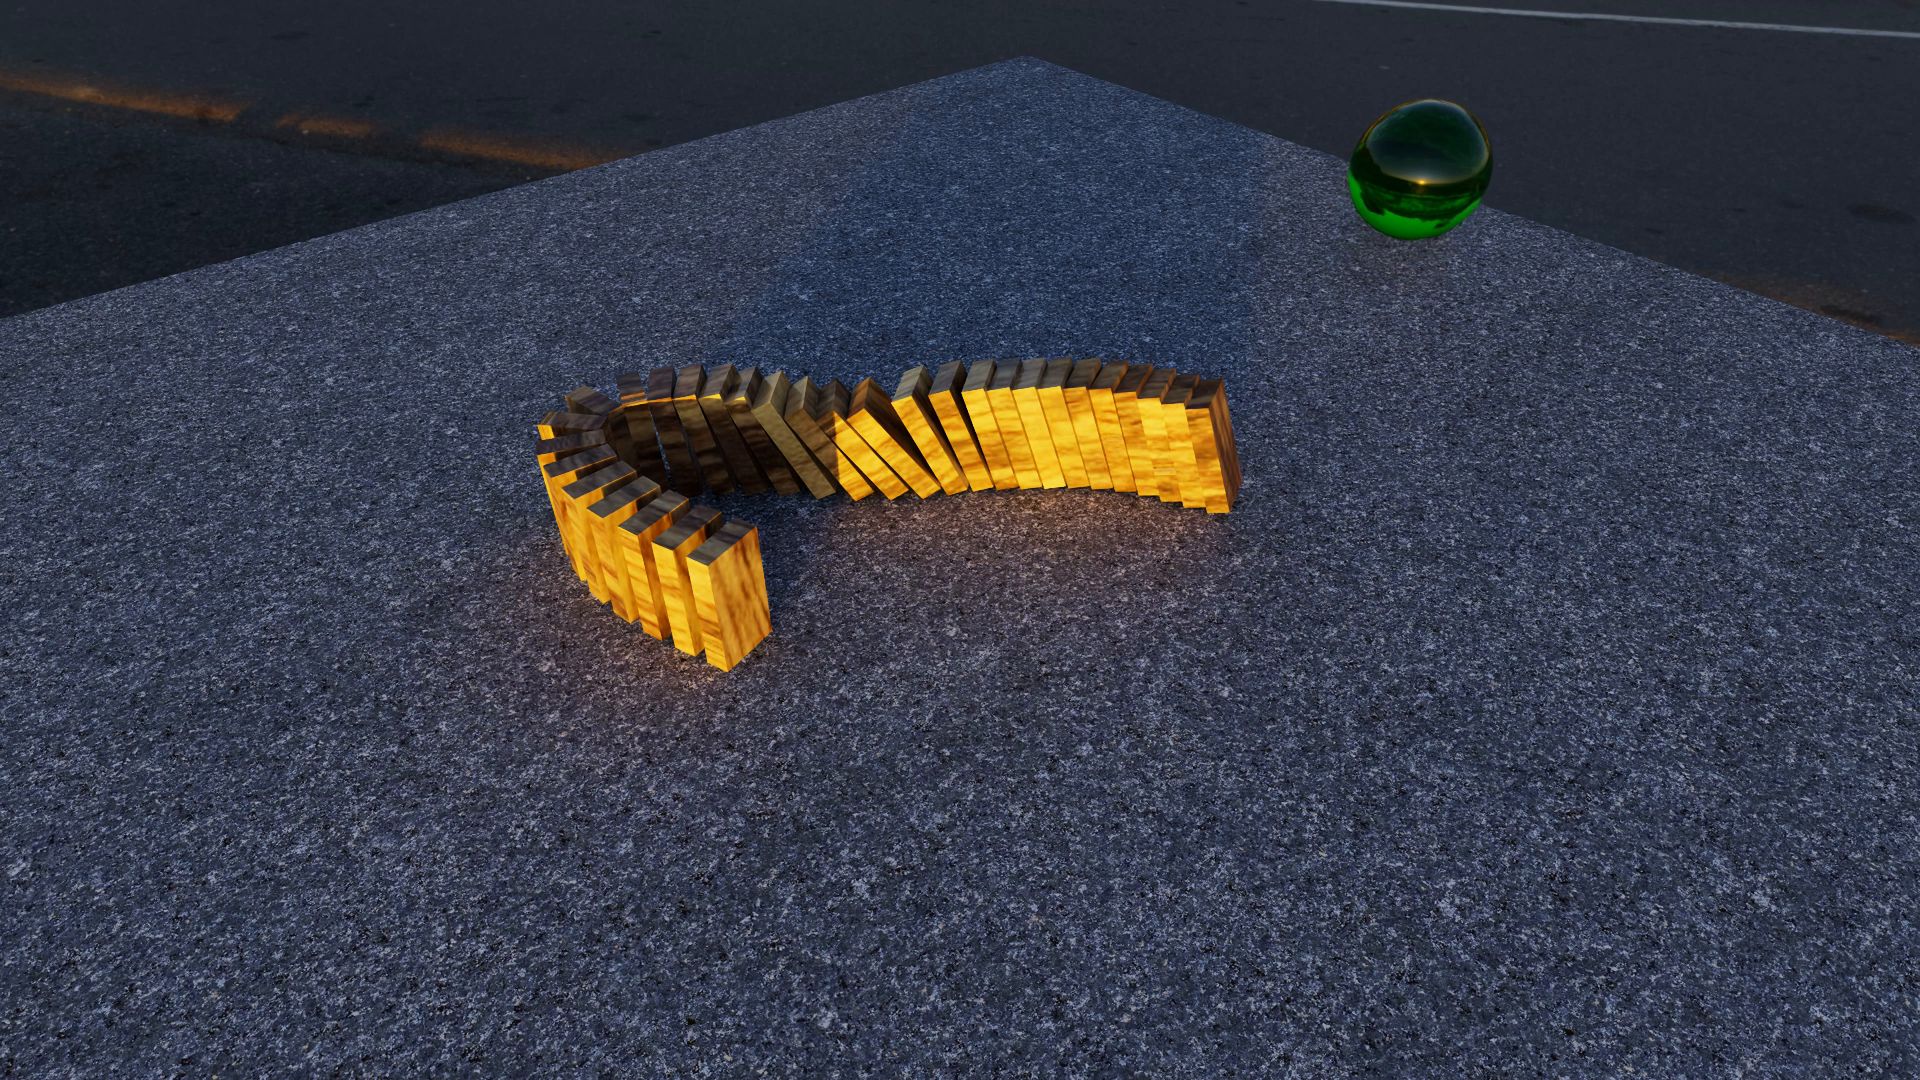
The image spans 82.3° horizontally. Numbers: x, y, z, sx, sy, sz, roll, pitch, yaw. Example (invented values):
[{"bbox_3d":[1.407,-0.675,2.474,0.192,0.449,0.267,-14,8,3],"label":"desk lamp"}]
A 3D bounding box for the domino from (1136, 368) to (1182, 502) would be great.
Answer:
[{"bbox_3d":[0.088,-0.044,0.465,0.009,0.050,0.025,0,35,30],"label":"domino"}]

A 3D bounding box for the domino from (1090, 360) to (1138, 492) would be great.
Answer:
[{"bbox_3d":[0.069,-0.049,0.470,0.009,0.050,0.025,0,35,30],"label":"domino"}]

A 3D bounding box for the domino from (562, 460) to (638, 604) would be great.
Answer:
[{"bbox_3d":[-0.131,-0.003,0.415,0.025,0.050,0.009,-32,49,-33],"label":"domino"}]

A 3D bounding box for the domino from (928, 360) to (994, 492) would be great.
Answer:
[{"bbox_3d":[0.003,-0.049,0.471,0.010,0.050,0.025,-11,35,22],"label":"domino"}]

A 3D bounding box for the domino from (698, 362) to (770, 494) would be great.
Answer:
[{"bbox_3d":[-0.094,-0.047,0.468,0.009,0.050,0.025,-10,38,13],"label":"domino"}]

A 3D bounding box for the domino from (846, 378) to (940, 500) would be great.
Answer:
[{"bbox_3d":[-0.027,-0.043,0.468,0.010,0.050,0.025,-30,32,24],"label":"domino"}]

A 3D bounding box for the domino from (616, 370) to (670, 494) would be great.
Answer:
[{"bbox_3d":[-0.133,-0.043,0.463,0.009,0.050,0.025,-15,42,-14],"label":"domino"}]

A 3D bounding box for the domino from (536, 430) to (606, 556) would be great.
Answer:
[{"bbox_3d":[-0.148,-0.018,0.434,0.025,0.050,0.009,-13,43,-15],"label":"domino"}]

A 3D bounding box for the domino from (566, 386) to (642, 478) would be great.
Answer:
[{"bbox_3d":[-0.146,-0.037,0.456,0.025,0.050,0.010,27,49,29],"label":"domino"}]

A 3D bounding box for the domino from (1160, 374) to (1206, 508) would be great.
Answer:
[{"bbox_3d":[0.097,-0.041,0.462,0.009,0.050,0.025,0,35,30],"label":"domino"}]

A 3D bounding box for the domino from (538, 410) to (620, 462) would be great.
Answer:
[{"bbox_3d":[-0.151,-0.028,0.445,0.025,0.050,0.010,6,42,7],"label":"domino"}]

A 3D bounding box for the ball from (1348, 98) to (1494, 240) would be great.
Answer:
[{"bbox_3d":[0.274,-0.221,0.657,0.080,0.080,0.080,0,39,0],"label":"ball"}]

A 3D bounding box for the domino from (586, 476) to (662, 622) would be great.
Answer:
[{"bbox_3d":[-0.120,0.004,0.407,0.010,0.050,0.025,27,47,29],"label":"domino"}]

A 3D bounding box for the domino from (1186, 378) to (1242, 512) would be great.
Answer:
[{"bbox_3d":[0.106,-0.039,0.459,0.009,0.050,0.025,0,35,30],"label":"domino"}]

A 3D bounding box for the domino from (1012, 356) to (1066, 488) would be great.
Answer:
[{"bbox_3d":[0.036,-0.050,0.472,0.009,0.050,0.025,-6,36,22],"label":"domino"}]

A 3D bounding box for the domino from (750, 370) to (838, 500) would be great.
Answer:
[{"bbox_3d":[-0.068,-0.044,0.467,0.010,0.050,0.025,-20,35,20],"label":"domino"}]

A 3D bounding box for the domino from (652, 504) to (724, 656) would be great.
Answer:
[{"bbox_3d":[-0.094,0.015,0.394,0.010,0.050,0.025,21,44,23],"label":"domino"}]

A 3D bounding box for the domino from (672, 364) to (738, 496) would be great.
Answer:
[{"bbox_3d":[-0.107,-0.047,0.468,0.009,0.050,0.025,-11,39,4],"label":"domino"}]

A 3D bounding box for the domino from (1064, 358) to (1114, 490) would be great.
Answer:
[{"bbox_3d":[0.058,-0.050,0.472,0.010,0.050,0.025,-3,36,26],"label":"domino"}]

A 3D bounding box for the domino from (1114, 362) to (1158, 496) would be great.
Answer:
[{"bbox_3d":[0.079,-0.047,0.468,0.009,0.050,0.025,0,35,30],"label":"domino"}]

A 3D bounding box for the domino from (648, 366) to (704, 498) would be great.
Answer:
[{"bbox_3d":[-0.120,-0.045,0.466,0.010,0.050,0.025,-11,40,-3],"label":"domino"}]

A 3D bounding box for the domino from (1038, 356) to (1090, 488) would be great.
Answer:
[{"bbox_3d":[0.047,-0.050,0.472,0.009,0.050,0.025,-5,36,23],"label":"domino"}]

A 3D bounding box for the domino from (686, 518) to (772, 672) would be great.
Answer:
[{"bbox_3d":[-0.081,0.020,0.387,0.009,0.050,0.025,21,44,24],"label":"domino"}]

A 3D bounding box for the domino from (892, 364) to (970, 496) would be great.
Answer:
[{"bbox_3d":[-0.010,-0.047,0.469,0.010,0.050,0.025,-17,33,25],"label":"domino"}]

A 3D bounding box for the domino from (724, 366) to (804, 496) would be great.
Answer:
[{"bbox_3d":[-0.081,-0.046,0.468,0.010,0.050,0.025,-15,36,16],"label":"domino"}]

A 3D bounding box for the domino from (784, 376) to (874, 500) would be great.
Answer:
[{"bbox_3d":[-0.054,-0.043,0.466,0.009,0.050,0.025,-27,35,19],"label":"domino"}]

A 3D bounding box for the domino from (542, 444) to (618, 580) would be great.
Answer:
[{"bbox_3d":[-0.141,-0.010,0.424,0.025,0.050,0.010,-24,45,-26],"label":"domino"}]

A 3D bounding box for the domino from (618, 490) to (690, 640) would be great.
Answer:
[{"bbox_3d":[-0.107,0.010,0.400,0.009,0.050,0.025,22,44,25],"label":"domino"}]

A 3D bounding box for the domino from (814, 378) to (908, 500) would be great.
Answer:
[{"bbox_3d":[-0.041,-0.042,0.466,0.010,0.050,0.025,-30,34,21],"label":"domino"}]

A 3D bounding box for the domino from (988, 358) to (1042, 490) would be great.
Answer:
[{"bbox_3d":[0.026,-0.050,0.472,0.010,0.050,0.025,-6,36,22],"label":"domino"}]

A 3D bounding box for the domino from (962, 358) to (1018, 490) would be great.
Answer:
[{"bbox_3d":[0.015,-0.049,0.471,0.010,0.050,0.025,-8,36,20],"label":"domino"}]
